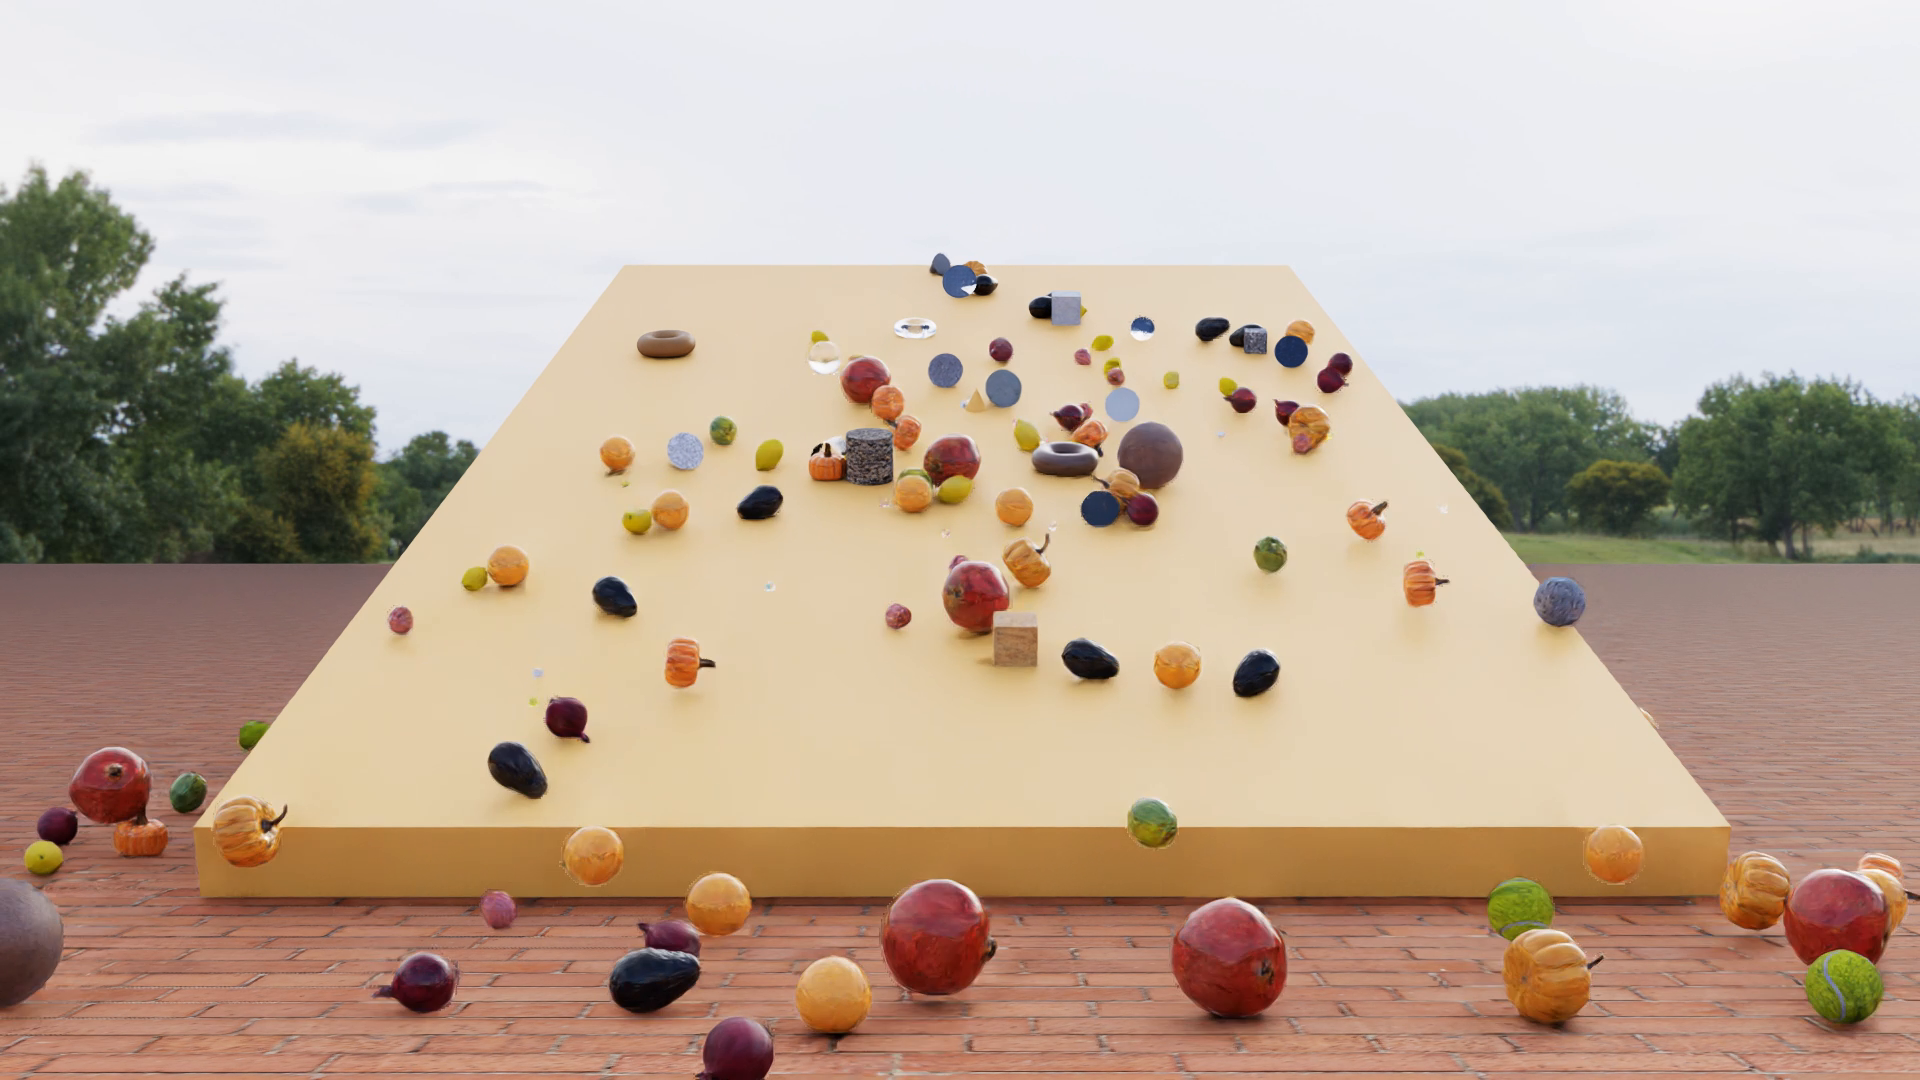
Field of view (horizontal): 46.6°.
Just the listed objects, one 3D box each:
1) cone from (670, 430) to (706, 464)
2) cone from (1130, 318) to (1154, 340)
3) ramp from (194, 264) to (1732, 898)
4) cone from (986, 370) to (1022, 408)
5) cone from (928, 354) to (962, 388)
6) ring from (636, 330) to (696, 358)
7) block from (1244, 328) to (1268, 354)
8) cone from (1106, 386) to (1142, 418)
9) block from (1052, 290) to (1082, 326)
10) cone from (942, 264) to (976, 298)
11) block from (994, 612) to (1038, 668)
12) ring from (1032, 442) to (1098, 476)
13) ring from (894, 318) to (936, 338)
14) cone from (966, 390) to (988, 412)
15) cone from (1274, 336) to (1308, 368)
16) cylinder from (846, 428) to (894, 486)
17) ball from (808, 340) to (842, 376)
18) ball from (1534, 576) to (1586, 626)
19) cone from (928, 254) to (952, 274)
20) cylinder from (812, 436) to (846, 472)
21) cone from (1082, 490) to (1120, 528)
[{"bbox_3d":[-0.574,-0.174,4.577,0.078,0.078,0.078,0,-22,-32],"label":"cone"},{"bbox_3d":[0.471,-0.536,5.741,0.062,0.062,0.062,0,-9,5],"label":"cone"},{"bbox_3d":[-0.003,-0.180,4.821,2.000,0.100,4.000,0,17,0],"label":"ramp"},{"bbox_3d":[0.088,-0.335,5.082,0.087,0.087,0.087,0,-10,-15],"label":"cone"},{"bbox_3d":[-0.027,-0.390,5.259,0.083,0.083,0.083,0,-10,10],"label":"cone"},{"bbox_3d":[-0.732,-0.489,5.552,0.146,0.049,0.146,-1,18,0],"label":"ring"},{"bbox_3d":[0.739,-0.498,5.576,0.054,0.054,0.054,1,17,3],"label":"block"},{"bbox_3d":[0.363,-0.291,4.951,0.078,0.078,0.078,0,-18,2],"label":"cone"},{"bbox_3d":[0.281,-0.615,5.910,0.077,0.077,0.077,0,17,1],"label":"block"},{"bbox_3d":[0.003,-0.716,6.283,0.097,0.097,0.097,0,-9,5],"label":"cone"},{"bbox_3d":[0.086,0.155,3.476,0.068,0.068,0.068,0,18,1],"label":"block"},{"bbox_3d":[0.214,-0.165,4.531,0.137,0.046,0.137,1,18,0],"label":"ring"},{"bbox_3d":[-0.116,-0.547,5.758,0.111,0.037,0.111,1,19,0],"label":"ring"},{"bbox_3d":[0.037,-0.317,5.005,0.050,0.050,0.050,0,17,0],"label":"cone"},{"bbox_3d":[0.811,-0.452,5.461,0.081,0.081,0.081,0,-9,8],"label":"cone"},{"bbox_3d":[-0.181,-0.167,4.455,0.094,0.094,0.094,0,17,0],"label":"cylinder"},{"bbox_3d":[-0.323,-0.435,5.328,0.081,0.081,0.081,0,0,0],"label":"ball"},{"bbox_3d":[0.977,0.100,3.633,0.081,0.081,0.081,0,0,0],"label":"ball"},{"bbox_3d":[-0.073,-0.804,6.586,0.067,0.067,0.067,0,-14,-40],"label":"cone"},{"bbox_3d":[-0.260,-0.175,4.538,0.060,0.060,0.060,0,16,27],"label":"cylinder"},{"bbox_3d":[0.266,-0.052,4.198,0.071,0.071,0.071,0,-9,7],"label":"cone"}]
